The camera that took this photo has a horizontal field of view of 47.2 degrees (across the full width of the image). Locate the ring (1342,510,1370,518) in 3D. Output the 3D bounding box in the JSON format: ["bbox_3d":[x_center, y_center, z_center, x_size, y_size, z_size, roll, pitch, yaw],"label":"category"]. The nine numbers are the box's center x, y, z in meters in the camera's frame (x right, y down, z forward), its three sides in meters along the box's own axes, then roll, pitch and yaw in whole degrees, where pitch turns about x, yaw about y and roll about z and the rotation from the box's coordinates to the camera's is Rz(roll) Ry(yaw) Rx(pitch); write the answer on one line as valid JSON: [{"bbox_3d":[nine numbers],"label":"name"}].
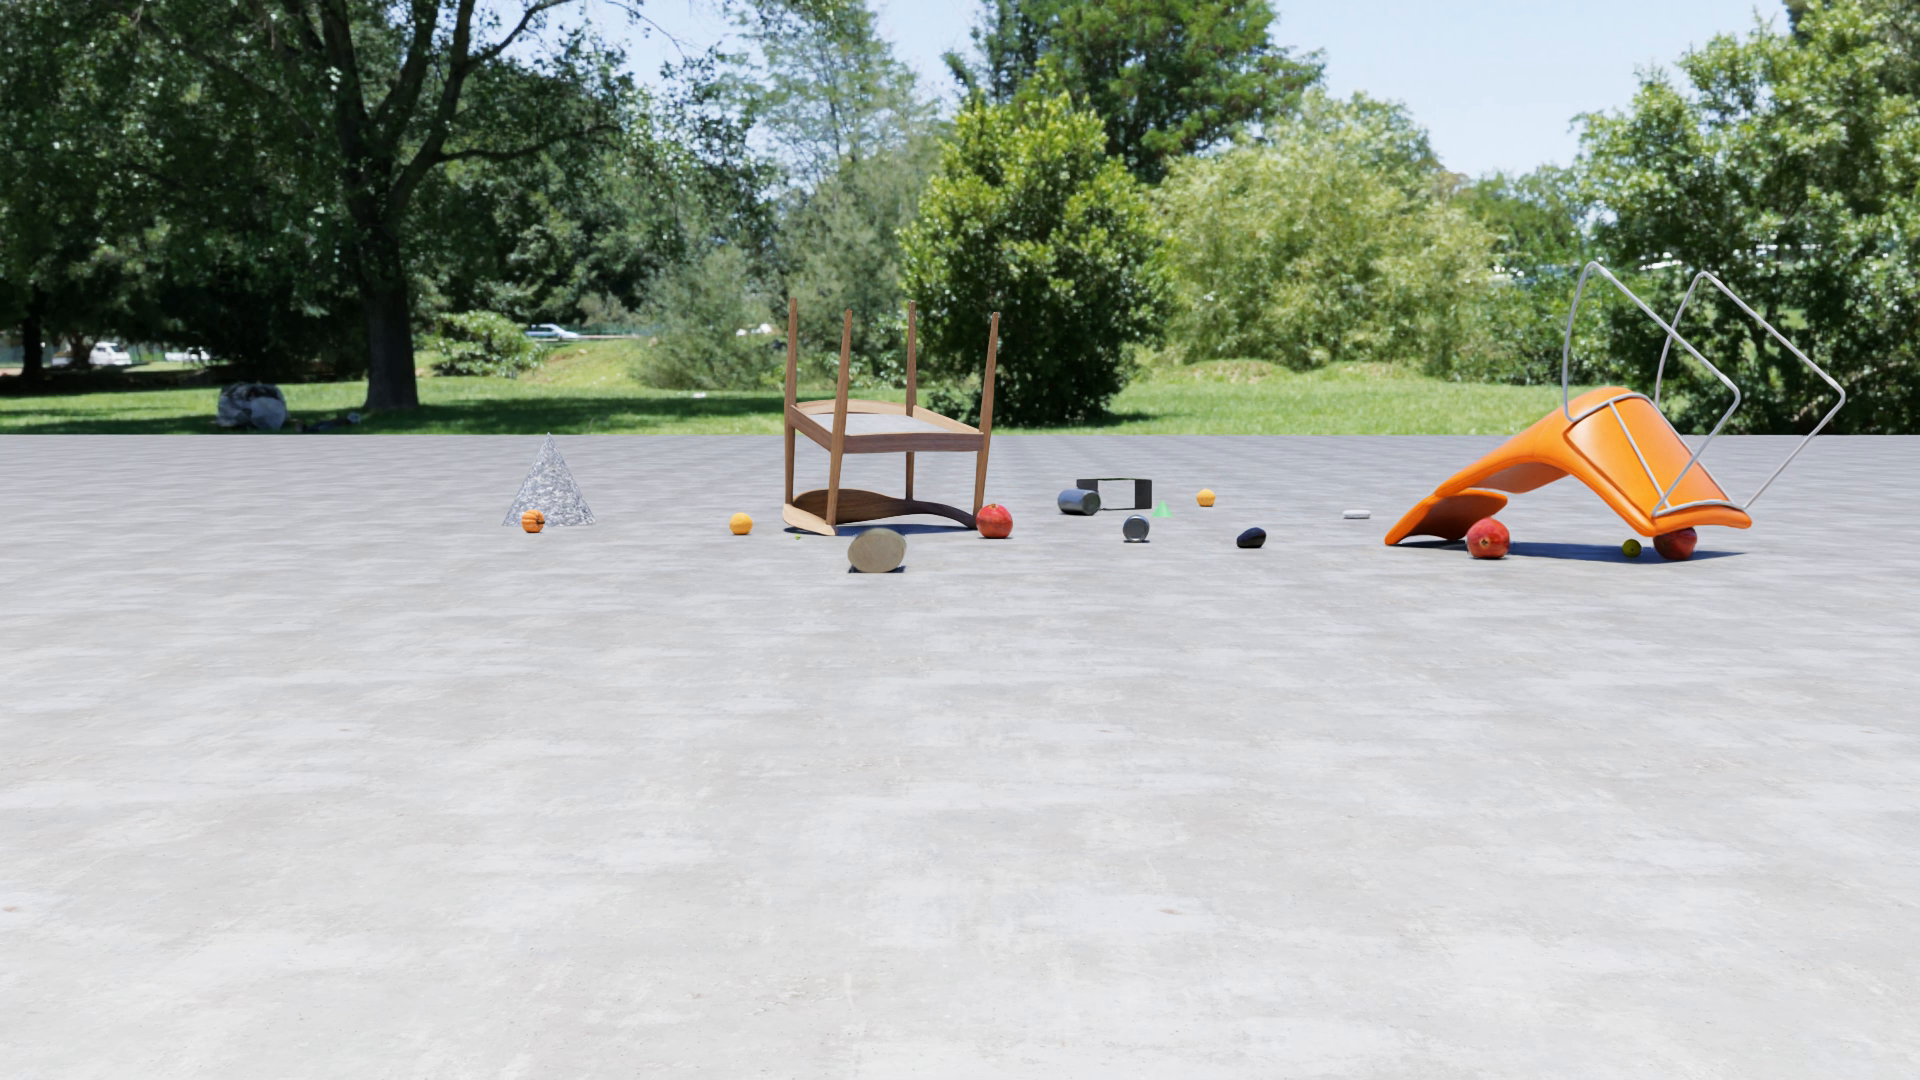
[{"bbox_3d":[1.377,-0.089,7.634,0.116,0.029,0.089,-2,4,-42],"label":"ring"}]

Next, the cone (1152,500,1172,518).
[{"bbox_3d":[0.714,-0.113,7.756,0.083,0.060,0.066,4,5,42],"label":"cone"}]

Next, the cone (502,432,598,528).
[{"bbox_3d":[-1.359,-0.205,7.275,0.315,0.309,0.261,-2,4,-23],"label":"cone"}]

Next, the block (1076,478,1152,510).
[{"bbox_3d":[0.577,-0.172,8.241,0.217,0.111,0.182,-3,5,-35],"label":"block"}]
